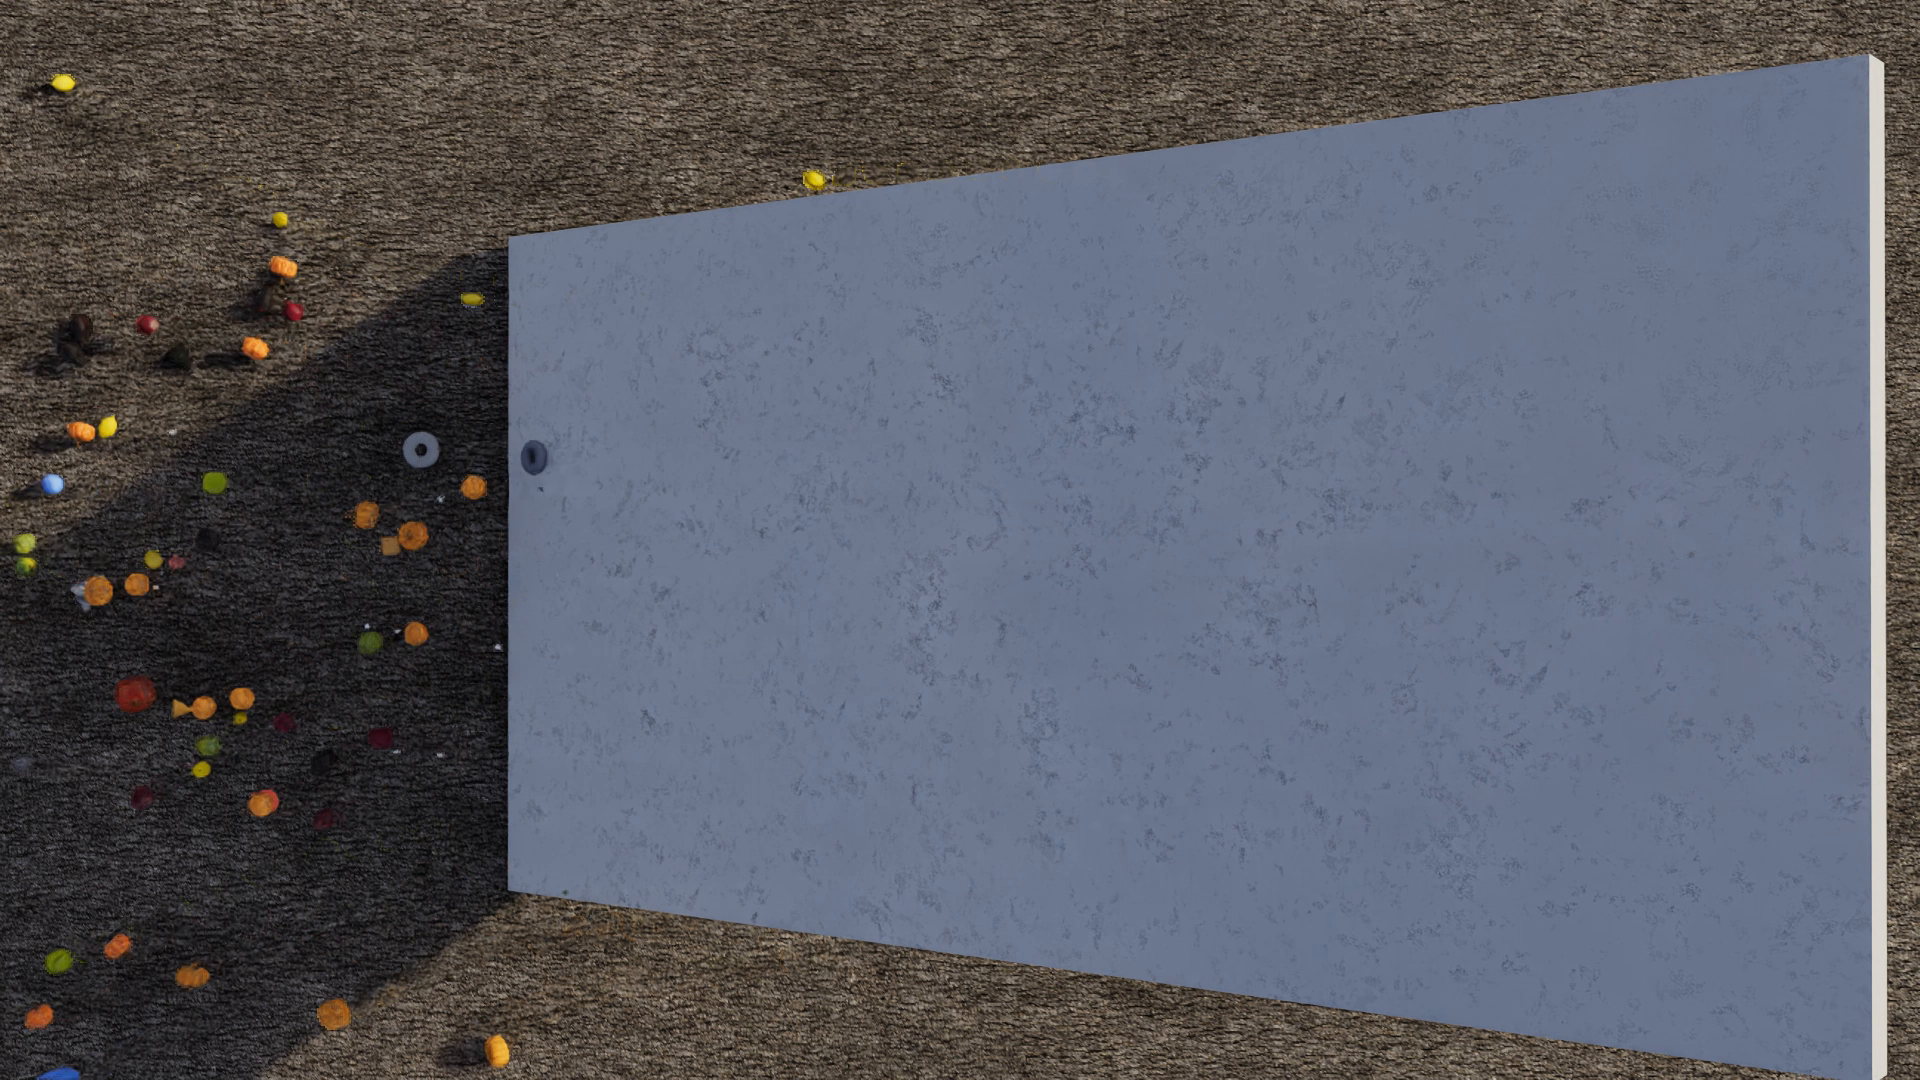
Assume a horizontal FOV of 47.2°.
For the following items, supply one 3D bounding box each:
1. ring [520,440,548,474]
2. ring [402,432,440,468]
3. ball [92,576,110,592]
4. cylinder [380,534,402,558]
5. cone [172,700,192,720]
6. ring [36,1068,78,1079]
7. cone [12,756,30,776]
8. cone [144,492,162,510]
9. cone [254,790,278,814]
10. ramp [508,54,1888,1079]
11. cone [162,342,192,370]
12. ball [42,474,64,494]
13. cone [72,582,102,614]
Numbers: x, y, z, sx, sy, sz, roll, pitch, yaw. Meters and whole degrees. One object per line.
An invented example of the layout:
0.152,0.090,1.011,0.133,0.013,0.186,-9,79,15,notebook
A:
-1.286,-0.248,6.637,0.103,0.034,0.103,1,91,39,ring
-1.664,-0.278,6.795,0.115,0.038,0.115,0,91,1,ring
-2.646,0.133,6.768,0.051,0.051,0.051,0,90,0,ball
-1.755,0.019,6.782,0.055,0.055,0.055,-22,65,0,cylinder
-2.398,0.524,6.794,0.063,0.063,0.063,4,90,-27,cone
-2.769,1.656,6.720,0.145,0.145,0.048,-14,93,0,ring
-2.879,0.705,6.771,0.055,0.055,0.055,-34,70,0,cone
-2.503,-0.129,6.798,0.053,0.053,0.053,-33,54,0,cone
-2.147,0.809,6.768,0.077,0.077,0.077,0,90,0,cone
0.224,0.064,5.540,4.000,0.100,2.000,0,90,38,ramp
-2.403,-0.553,6.797,0.083,0.083,0.083,-39,116,0,cone
-2.798,-0.172,6.782,0.062,0.062,0.062,0,90,0,ball
-2.696,0.191,6.790,0.090,0.090,0.090,14,116,0,cone
